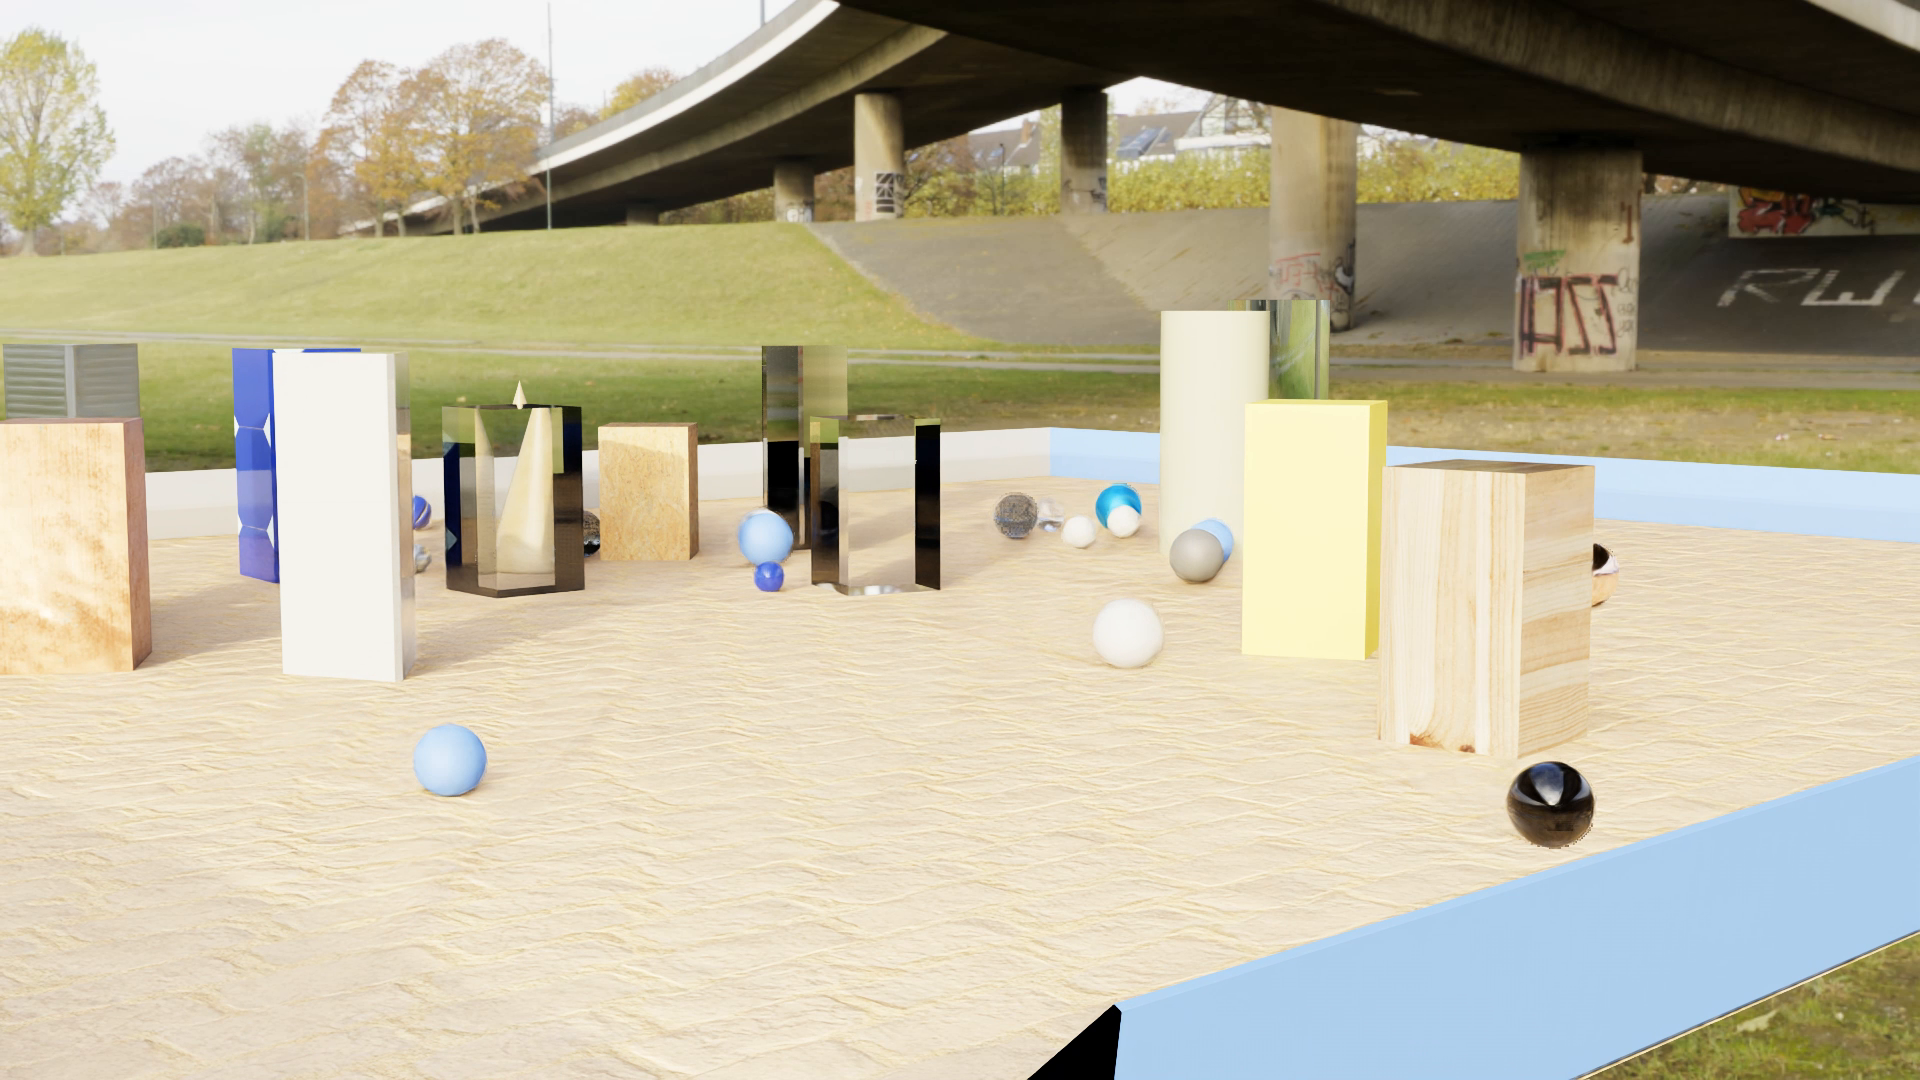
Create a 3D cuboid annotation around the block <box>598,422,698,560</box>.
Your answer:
[{"bbox_3d":[-0.564,-0.090,3.998,0.159,0.239,0.159,0,6,-1],"label":"block"}]

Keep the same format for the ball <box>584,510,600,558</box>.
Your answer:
[{"bbox_3d":[-0.687,-0.011,3.971,0.087,0.087,0.087,0,6,0],"label":"ball"}]

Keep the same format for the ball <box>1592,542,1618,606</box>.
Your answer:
[{"bbox_3d":[0.941,0.051,3.319,0.099,0.099,0.099,0,6,0],"label":"ball"}]

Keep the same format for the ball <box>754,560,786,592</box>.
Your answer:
[{"bbox_3d":[-0.303,0.058,3.488,0.050,0.050,0.050,0,6,0],"label":"ball"}]

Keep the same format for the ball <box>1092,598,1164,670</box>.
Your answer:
[{"bbox_3d":[0.209,0.116,2.741,0.089,0.089,0.089,0,6,0],"label":"ball"}]

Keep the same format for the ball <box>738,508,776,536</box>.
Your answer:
[{"bbox_3d":[-0.361,-0.014,4.000,0.087,0.087,0.087,0,6,0],"label":"ball"}]

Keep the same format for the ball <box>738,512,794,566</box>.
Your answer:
[{"bbox_3d":[-0.339,-0.001,3.838,0.094,0.094,0.094,0,6,0],"label":"ball"}]

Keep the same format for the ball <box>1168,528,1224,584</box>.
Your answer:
[{"bbox_3d":[0.387,0.026,3.600,0.090,0.090,0.090,0,6,0],"label":"ball"}]

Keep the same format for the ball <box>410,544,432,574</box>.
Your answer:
[{"bbox_3d":[-0.922,0.032,3.720,0.053,0.053,0.053,0,6,0],"label":"ball"}]

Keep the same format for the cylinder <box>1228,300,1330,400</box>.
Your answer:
[{"bbox_3d":[0.617,-0.233,4.279,0.198,0.465,0.198,0,6,0],"label":"cylinder"}]

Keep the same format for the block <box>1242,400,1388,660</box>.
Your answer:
[{"bbox_3d":[0.468,-0.018,2.894,0.159,0.325,0.159,2,6,19],"label":"block"}]

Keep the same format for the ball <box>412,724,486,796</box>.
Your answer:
[{"bbox_3d":[-0.469,0.202,2.022,0.066,0.066,0.066,0,6,0],"label":"ball"}]

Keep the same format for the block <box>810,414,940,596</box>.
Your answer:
[{"bbox_3d":[-0.137,-0.060,3.534,0.159,0.275,0.159,-3,7,-25],"label":"block"}]

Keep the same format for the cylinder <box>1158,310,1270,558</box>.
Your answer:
[{"bbox_3d":[0.466,-0.197,4.033,0.198,0.444,0.198,0,6,0],"label":"cylinder"}]

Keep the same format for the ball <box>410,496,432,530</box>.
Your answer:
[{"bbox_3d":[-1.112,-0.055,4.485,0.069,0.069,0.069,0,6,0],"label":"ball"}]

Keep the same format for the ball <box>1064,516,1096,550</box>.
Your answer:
[{"bbox_3d":[0.225,-0.014,4.120,0.063,0.063,0.063,0,6,0],"label":"ball"}]

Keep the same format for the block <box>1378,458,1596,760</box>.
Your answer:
[{"bbox_3d":[0.546,0.065,2.284,0.159,0.285,0.159,5,8,40],"label":"block"}]

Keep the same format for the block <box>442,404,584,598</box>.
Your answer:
[{"bbox_3d":[-0.712,-0.066,3.507,0.159,0.293,0.159,-5,8,-42],"label":"block"}]

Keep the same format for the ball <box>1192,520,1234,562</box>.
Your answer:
[{"bbox_3d":[0.436,0.006,3.831,0.083,0.083,0.083,0,6,0],"label":"ball"}]

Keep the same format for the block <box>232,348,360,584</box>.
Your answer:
[{"bbox_3d":[-1.108,-0.130,3.691,0.159,0.382,0.159,-5,8,-38],"label":"block"}]

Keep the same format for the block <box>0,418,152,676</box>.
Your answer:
[{"bbox_3d":[-1.119,0.003,2.770,0.159,0.307,0.159,-1,6,-12],"label":"block"}]

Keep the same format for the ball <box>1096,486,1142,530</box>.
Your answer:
[{"bbox_3d":[0.320,-0.064,4.450,0.093,0.093,0.093,0,6,0],"label":"ball"}]

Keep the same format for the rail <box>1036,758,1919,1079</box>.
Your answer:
[{"bbox_3d":[1.183,0.166,2.057,3.926,0.129,0.045,-5,8,-42],"label":"rail"}]

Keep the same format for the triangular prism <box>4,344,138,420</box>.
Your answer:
[{"bbox_3d":[-1.213,-0.075,3.076,0.172,0.399,0.149,5,8,39],"label":"triangular prism"}]

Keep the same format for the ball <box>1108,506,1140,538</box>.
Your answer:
[{"bbox_3d":[0.322,-0.036,4.321,0.064,0.064,0.064,0,6,0],"label":"ball"}]

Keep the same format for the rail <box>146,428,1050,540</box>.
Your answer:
[{"bbox_3d":[-1.183,-0.099,4.607,3.926,0.129,0.045,-5,8,-42],"label":"rail"}]

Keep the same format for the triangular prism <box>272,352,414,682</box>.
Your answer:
[{"bbox_3d":[-0.728,-0.036,2.729,0.172,0.393,0.149,2,6,21],"label":"triangular prism"}]

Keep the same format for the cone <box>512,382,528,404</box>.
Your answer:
[{"bbox_3d":[-0.769,-0.118,3.857,0.198,0.323,0.198,0,6,0],"label":"cone"}]

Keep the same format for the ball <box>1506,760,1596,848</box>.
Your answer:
[{"bbox_3d":[0.492,0.220,1.831,0.072,0.072,0.072,0,6,0],"label":"ball"}]

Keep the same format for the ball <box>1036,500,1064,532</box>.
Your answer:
[{"bbox_3d":[0.179,-0.050,4.446,0.065,0.065,0.065,0,6,0],"label":"ball"}]

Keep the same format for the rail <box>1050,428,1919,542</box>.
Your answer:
[{"bbox_3d":[1.425,-0.103,4.640,0.045,0.129,3.536,-5,8,-42],"label":"rail"}]

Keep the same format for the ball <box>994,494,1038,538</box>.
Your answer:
[{"bbox_3d":[0.109,-0.046,4.313,0.087,0.087,0.087,0,6,0],"label":"ball"}]

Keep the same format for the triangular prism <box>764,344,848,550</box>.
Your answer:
[{"bbox_3d":[-0.321,-0.178,4.161,0.172,0.380,0.149,-3,7,-29],"label":"triangular prism"}]
